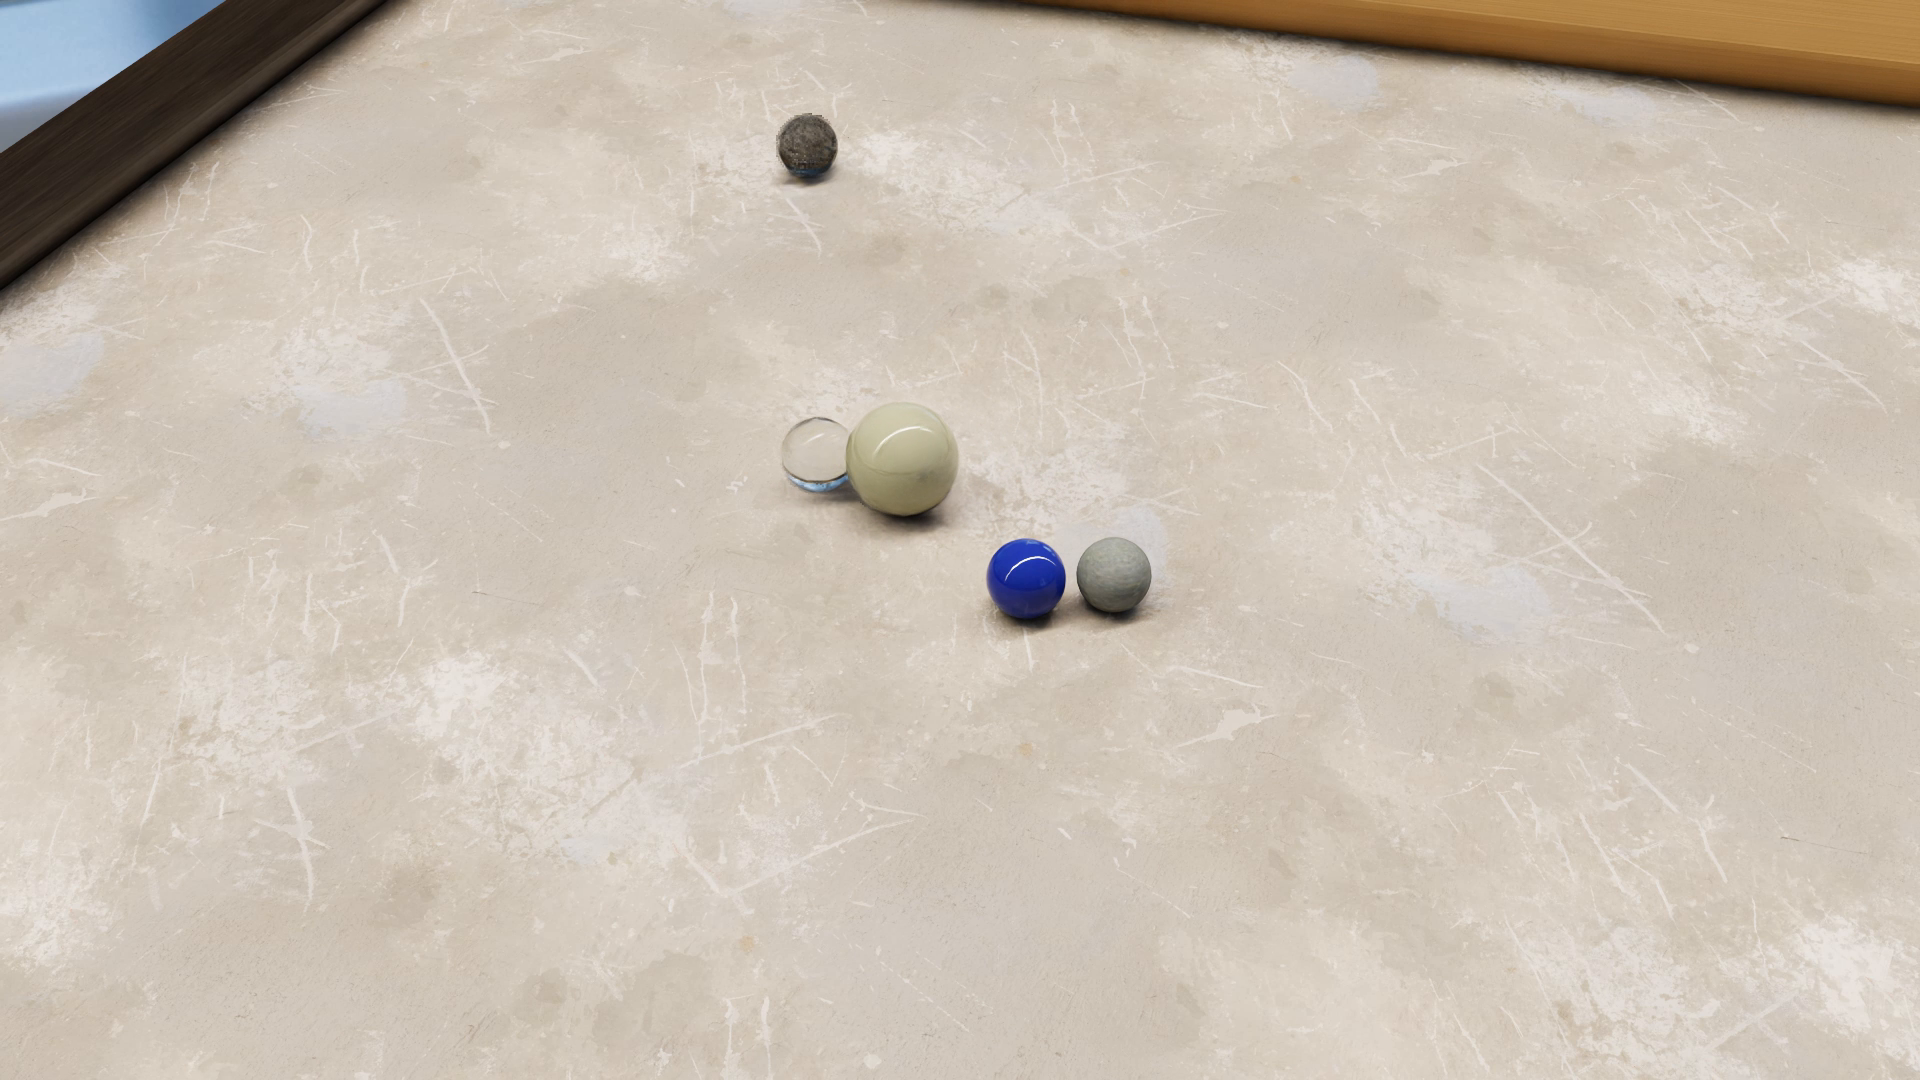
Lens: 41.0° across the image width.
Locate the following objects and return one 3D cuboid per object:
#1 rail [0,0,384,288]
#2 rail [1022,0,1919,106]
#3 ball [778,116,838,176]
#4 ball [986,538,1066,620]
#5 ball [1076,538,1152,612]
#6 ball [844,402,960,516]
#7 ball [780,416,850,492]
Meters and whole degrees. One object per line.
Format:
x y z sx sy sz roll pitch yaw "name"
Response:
-0.953 -0.188 2.262 0.045 0.122 2.377 10 35 14 "rail"
1.325 -0.466 2.684 4.092 0.122 0.045 10 35 14 "rail"
-0.157 -0.407 2.650 0.063 0.063 0.063 0 33 0 "ball"
0.051 0.030 1.988 0.063 0.063 0.063 0 33 0 "ball"
0.120 0.027 1.996 0.059 0.059 0.059 0 33 0 "ball"
-0.048 -0.067 2.106 0.094 0.094 0.094 0 33 0 "ball"
-0.118 -0.071 2.141 0.063 0.063 0.063 0 33 0 "ball"
